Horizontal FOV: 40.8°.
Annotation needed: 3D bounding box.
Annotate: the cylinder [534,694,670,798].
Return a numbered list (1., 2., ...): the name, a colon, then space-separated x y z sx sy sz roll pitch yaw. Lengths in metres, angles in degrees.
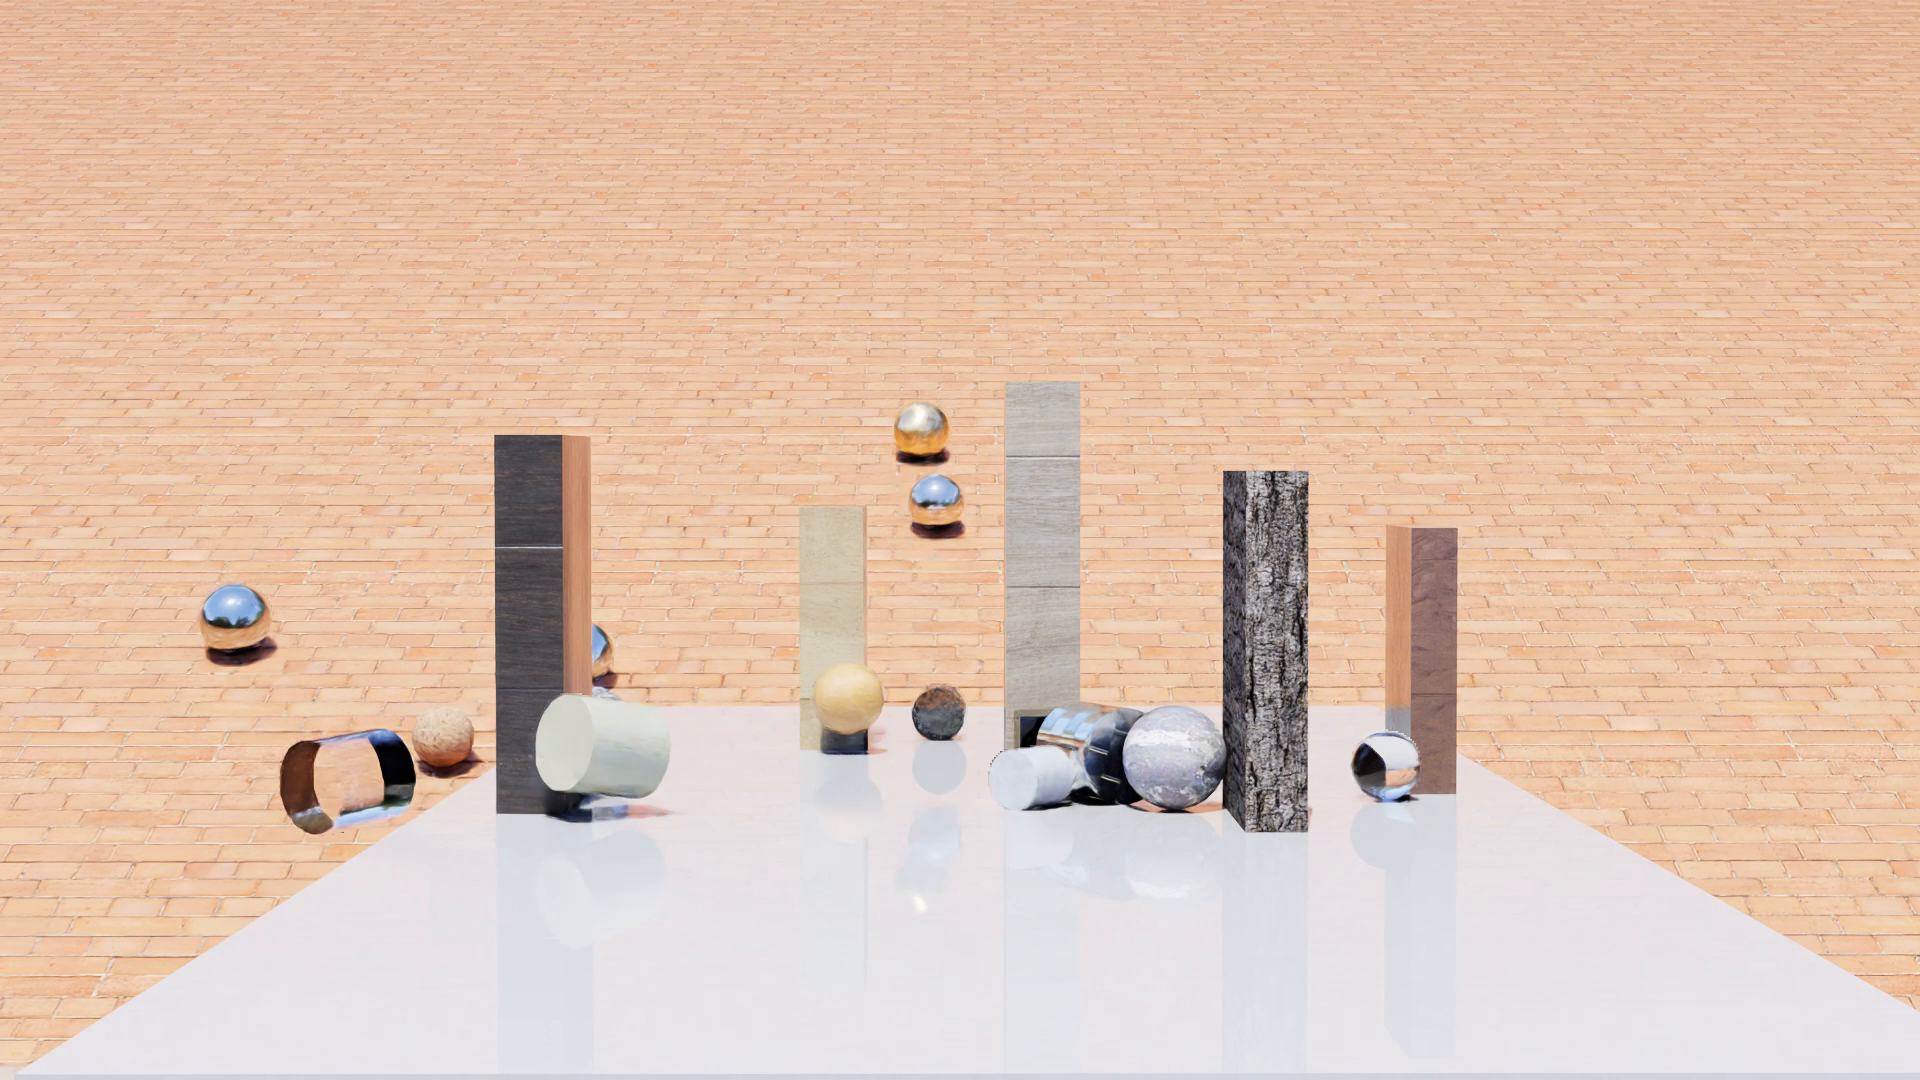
1. cylinder: -0.616 0.358 4.452 0.166 0.166 0.166 12 12 -44

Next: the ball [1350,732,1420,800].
1. ball: 0.773 0.410 4.687 0.125 0.125 0.125 0 26 0

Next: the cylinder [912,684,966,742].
1. cylinder: -0.047 0.386 5.770 0.117 0.117 0.117 0 2 1

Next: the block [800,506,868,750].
1. block: -0.276 0.187 5.654 0.137 0.521 0.247 0 2 0

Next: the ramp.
1. ramp: 0.058 0.527 4.564 2.000 0.100 4.000 0 2 0

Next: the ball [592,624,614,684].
1. ball: -1.003 0.300 6.834 0.169 0.169 0.169 0 26 0

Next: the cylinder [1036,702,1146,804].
1. cylinder: 0.256 0.386 4.697 0.174 0.174 0.174 -15 7 -28

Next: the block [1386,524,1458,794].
1. block: 0.876 0.220 4.906 0.085 0.493 0.284 0 2 0

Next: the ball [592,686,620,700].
1. ball: -0.757 0.378 5.287 0.160 0.160 0.160 0 26 0

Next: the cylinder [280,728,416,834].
1. cylinder: -1.075 0.422 4.526 0.165 0.165 0.165 18 14 33

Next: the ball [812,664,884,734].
1. ball: -0.236 0.337 5.459 0.151 0.151 0.151 0 26 0

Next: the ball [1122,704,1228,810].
1. ball: 0.379 0.384 4.560 0.185 0.185 0.185 0 26 0

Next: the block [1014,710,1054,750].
1. block: 0.178 0.397 4.862 0.143 0.143 0.143 0 2 -3

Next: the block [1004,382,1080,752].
1. block: 0.159 0.079 5.051 0.142 0.768 0.247 0 2 0

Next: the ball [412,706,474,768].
1. ball: -1.293 0.491 6.453 0.154 0.154 0.154 0 26 0

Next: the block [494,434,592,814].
1. block: -0.751 0.143 4.667 0.119 0.662 0.349 0 2 0

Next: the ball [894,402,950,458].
1. ball: -0.122 -0.346 8.173 0.179 0.179 0.179 0 26 0

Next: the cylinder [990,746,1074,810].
1. cylinder: 0.128 0.423 4.589 0.106 0.106 0.106 21 14 37

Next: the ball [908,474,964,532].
1. ball: -0.072 -0.111 7.694 0.169 0.169 0.169 0 26 0

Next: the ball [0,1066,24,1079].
1. ball: -1.898 1.121 5.152 0.141 0.141 0.141 0 26 0

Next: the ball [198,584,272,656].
1. ball: -1.963 0.216 6.984 0.191 0.191 0.191 0 26 0

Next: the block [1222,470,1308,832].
1. block: 0.523 0.180 4.443 0.103 0.599 0.371 0 2 0
